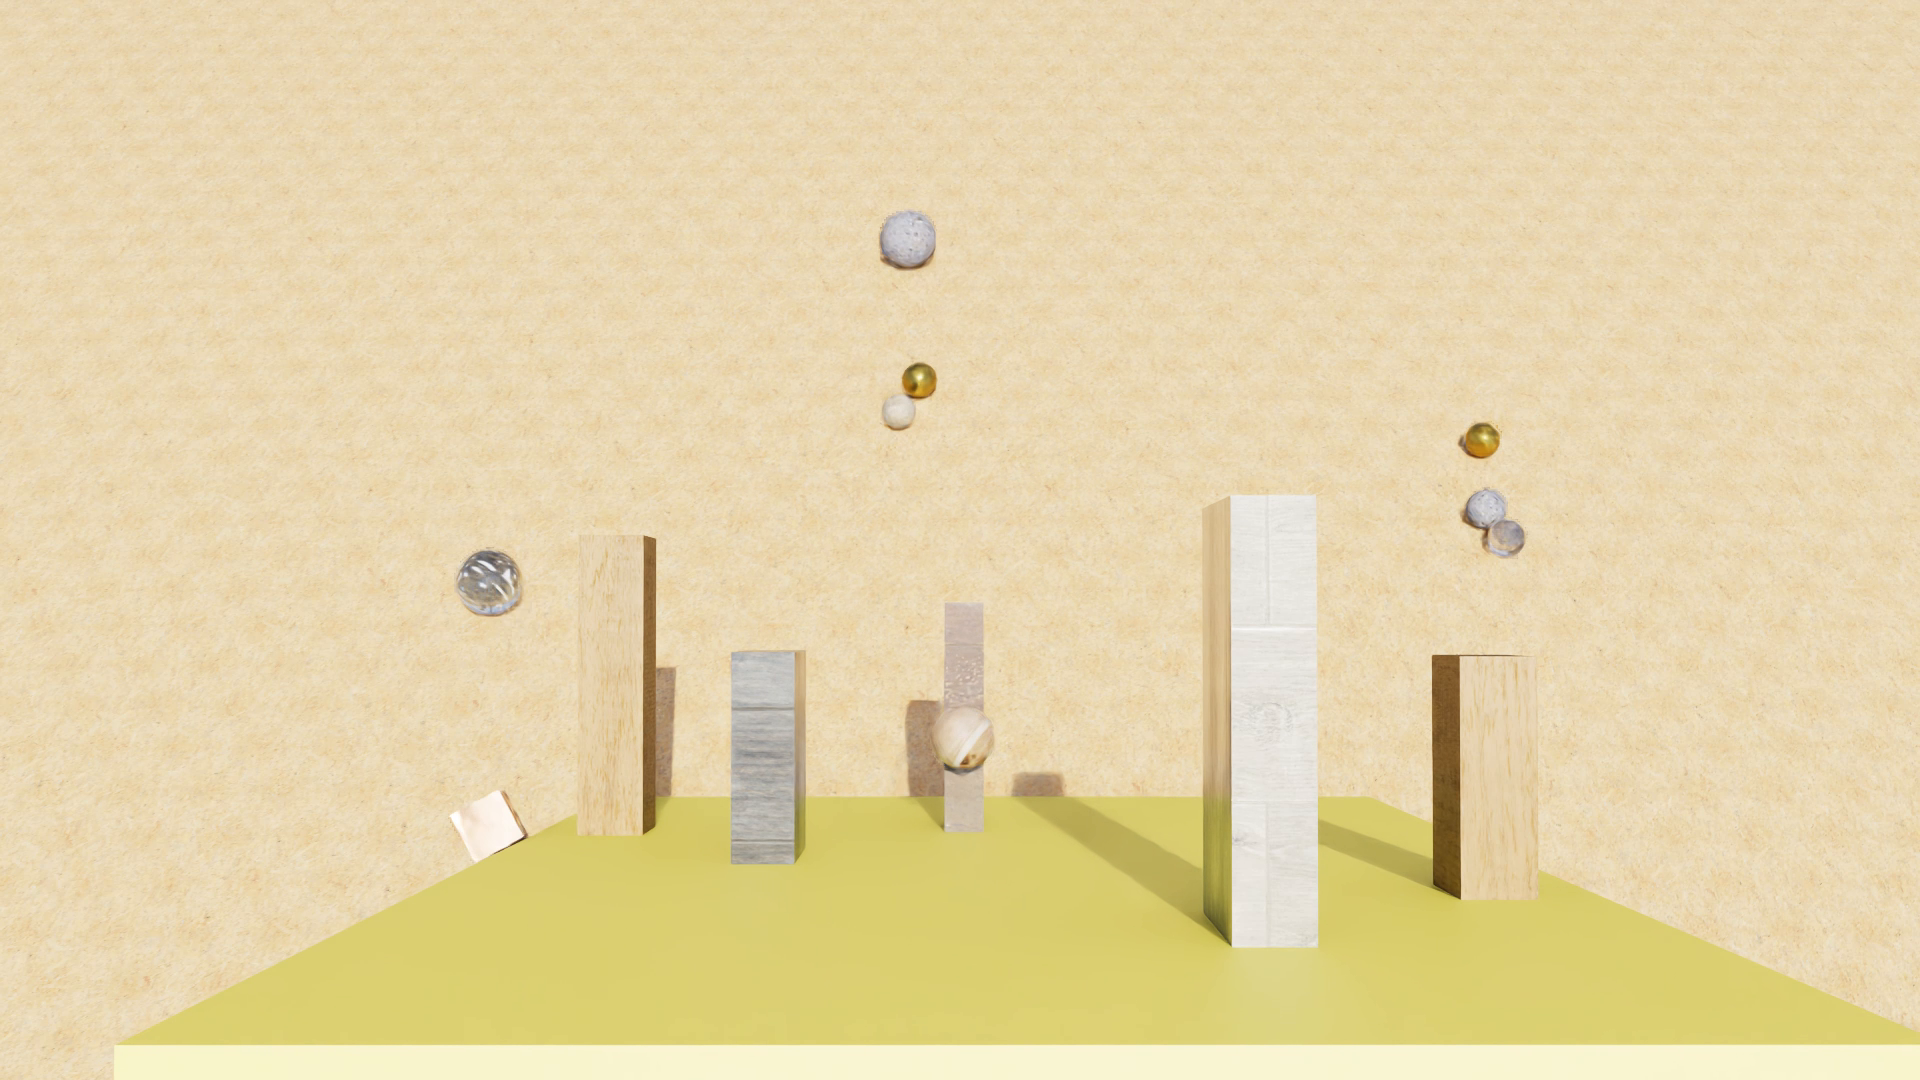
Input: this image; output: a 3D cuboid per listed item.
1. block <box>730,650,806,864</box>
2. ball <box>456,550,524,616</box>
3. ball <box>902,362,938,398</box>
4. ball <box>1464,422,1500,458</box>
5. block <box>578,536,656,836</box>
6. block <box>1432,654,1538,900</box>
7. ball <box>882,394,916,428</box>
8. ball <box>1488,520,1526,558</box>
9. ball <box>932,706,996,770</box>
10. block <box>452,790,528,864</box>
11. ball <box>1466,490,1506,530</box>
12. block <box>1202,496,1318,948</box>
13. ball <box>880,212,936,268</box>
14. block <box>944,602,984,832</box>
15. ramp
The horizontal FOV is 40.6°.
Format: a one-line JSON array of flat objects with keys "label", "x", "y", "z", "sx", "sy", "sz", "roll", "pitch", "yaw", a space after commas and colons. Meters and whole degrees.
[{"label": "block", "x": -0.375, "y": 0.421, "z": 5.119, "sx": 0.121, "sy": 0.403, "sz": 0.366, "roll": 0, "pitch": -2, "yaw": 0}, {"label": "ball", "x": -1.375, "y": 0.124, "z": 7.592, "sx": 0.193, "sy": 0.193, "sz": 0.193, "roll": 0, "pitch": 35, "yaw": 0}, {"label": "ball", "x": -0.134, "y": -0.530, "z": 8.596, "sx": 0.116, "sy": 0.116, "sz": 0.116, "roll": 0, "pitch": 35, "yaw": 0}, {"label": "ball", "x": 1.670, "y": -0.320, "z": 8.301, "sx": 0.111, "sy": 0.111, "sz": 0.111, "roll": 0, "pitch": 35, "yaw": 0}, {"label": "block", "x": -0.755, "y": 0.317, "z": 5.730, "sx": 0.141, "sy": 0.648, "sz": 0.240, "roll": 0, "pitch": -2, "yaw": 0}, {"label": "block", "x": 0.894, "y": 0.399, "z": 4.436, "sx": 0.129, "sy": 0.403, "sz": 0.256, "roll": 0, "pitch": -2, "yaw": 0}, {"label": "ball", "x": -0.198, "y": -0.418, "z": 8.438, "sx": 0.113, "sy": 0.113, "sz": 0.113, "roll": 0, "pitch": 35, "yaw": 0}, {"label": "ball", "x": 1.651, "y": -0.004, "z": 7.844, "sx": 0.116, "sy": 0.116, "sz": 0.116, "roll": 0, "pitch": 35, "yaw": 0}, {"label": "ball", "x": 0.008, "y": 0.427, "z": 5.615, "sx": 0.138, "sy": 0.138, "sz": 0.138, "roll": 0, "pitch": 35, "yaw": 0}, {"label": "block", "x": -0.999, "y": 0.610, "z": 5.525, "sx": 0.113, "sy": 0.113, "sz": 0.113, "roll": -29, "pitch": 85, "yaw": -6}, {"label": "ball", "x": 1.613, "y": -0.094, "z": 7.966, "sx": 0.122, "sy": 0.122, "sz": 0.122, "roll": 0, "pitch": 35, "yaw": 0}, {"label": "block", "x": 0.447, "y": 0.264, "z": 3.910, "sx": 0.122, "sy": 0.641, "sz": 0.435, "roll": 0, "pitch": -2, "yaw": 0}, {"label": "ball", "x": -0.185, "y": -1.075, "z": 9.301, "sx": 0.203, "sy": 0.203, "sz": 0.203, "roll": 0, "pitch": 35, "yaw": 0}, {"label": "block", "x": 0.009, "y": 0.393, "z": 5.843, "sx": 0.086, "sy": 0.503, "sz": 0.317, "roll": 0, "pitch": -2, "yaw": 0}, {"label": "ramp", "x": 0.077, "y": 0.663, "z": 4.831, "sx": 2.000, "sy": 0.100, "sz": 4.000, "roll": 0, "pitch": -2, "yaw": 0}]
